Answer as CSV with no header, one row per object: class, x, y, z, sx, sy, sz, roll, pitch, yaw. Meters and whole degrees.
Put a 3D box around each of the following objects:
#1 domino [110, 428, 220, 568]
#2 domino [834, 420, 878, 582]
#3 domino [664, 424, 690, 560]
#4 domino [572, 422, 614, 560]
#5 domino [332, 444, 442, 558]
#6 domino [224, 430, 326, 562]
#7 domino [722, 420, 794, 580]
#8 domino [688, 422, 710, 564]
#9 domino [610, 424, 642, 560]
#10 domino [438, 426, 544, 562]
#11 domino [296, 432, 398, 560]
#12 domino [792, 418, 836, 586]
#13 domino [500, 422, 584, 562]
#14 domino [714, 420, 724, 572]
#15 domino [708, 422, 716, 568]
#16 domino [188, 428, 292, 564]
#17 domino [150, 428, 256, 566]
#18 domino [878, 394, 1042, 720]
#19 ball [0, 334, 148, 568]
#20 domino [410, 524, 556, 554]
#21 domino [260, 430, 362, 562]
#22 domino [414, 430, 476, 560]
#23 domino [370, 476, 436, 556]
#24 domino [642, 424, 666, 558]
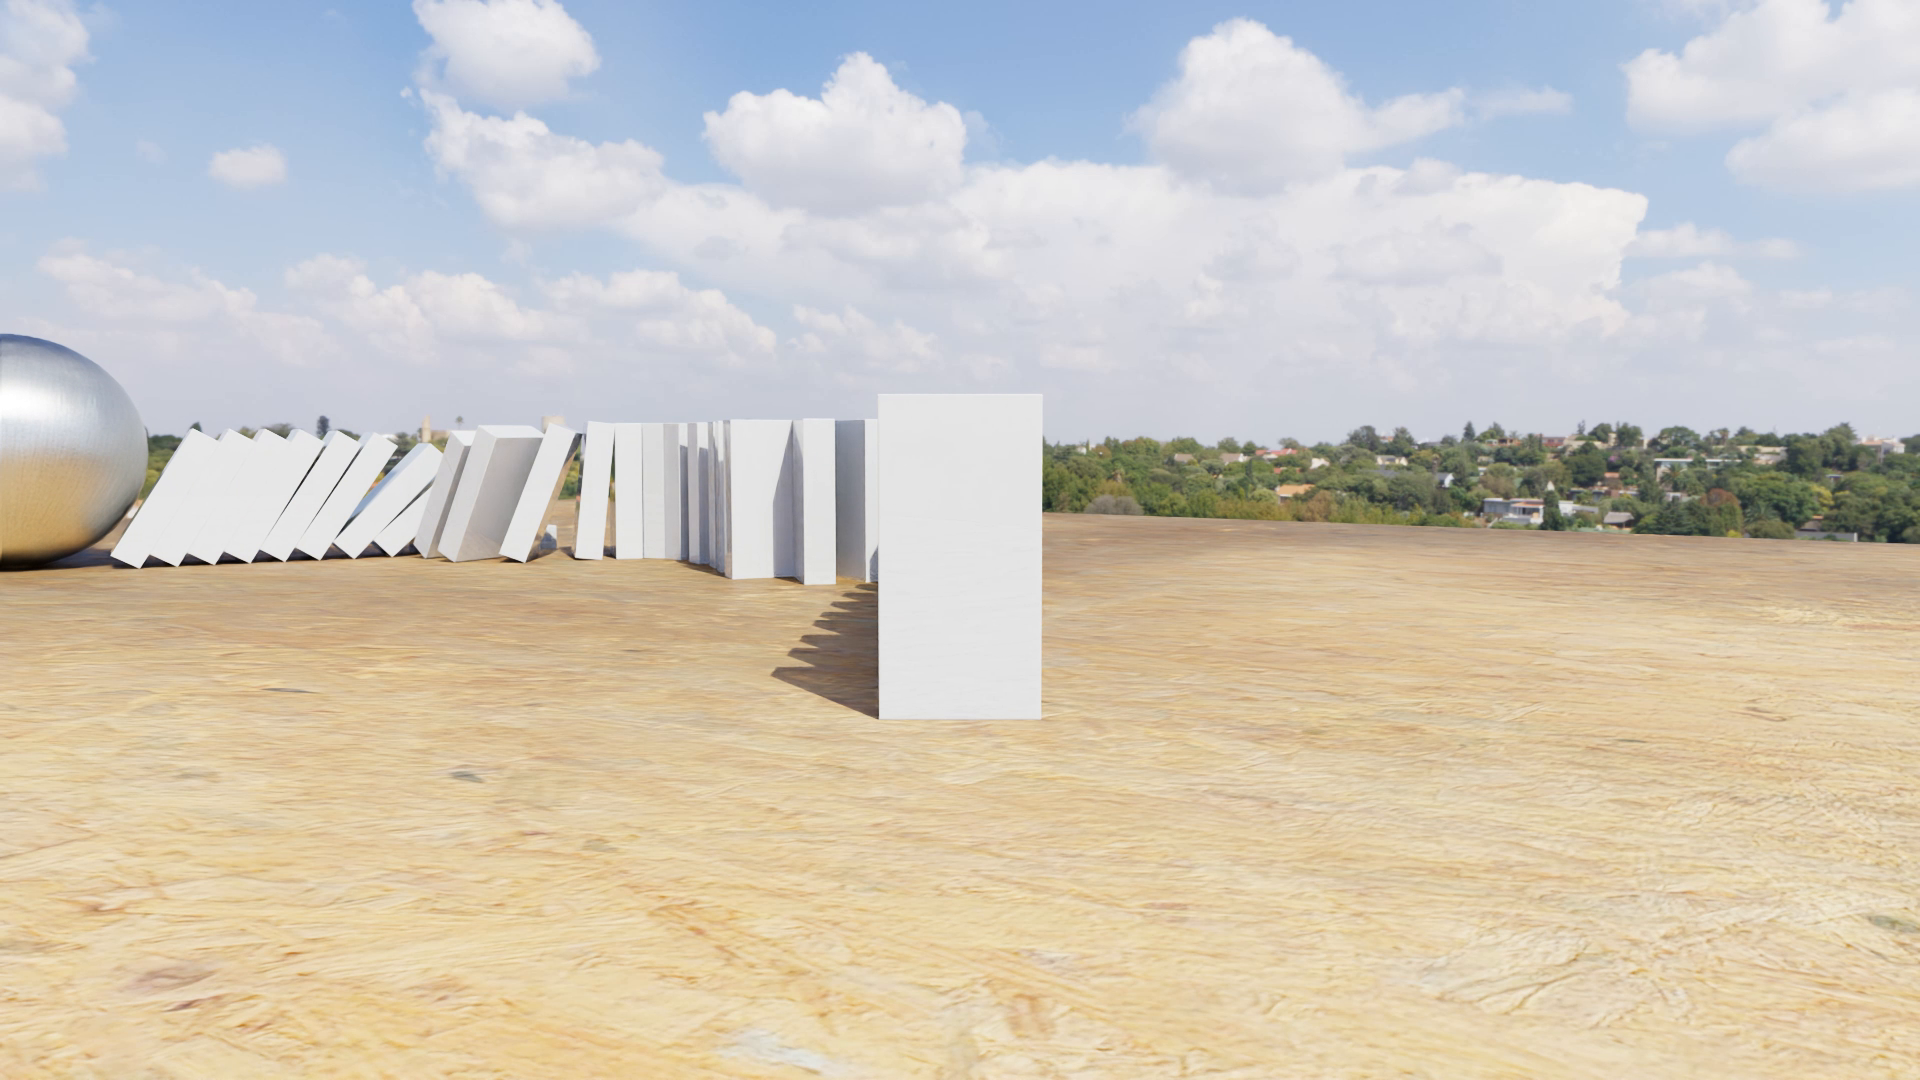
domino,-0.279,-0.015,0.451,0.009,0.050,0.025,33,-14,-30
domino,-0.031,-0.013,0.405,0.009,0.050,0.025,-3,5,-31
domino,-0.097,-0.018,0.479,0.010,0.050,0.025,4,6,41
domino,-0.137,-0.019,0.480,0.009,0.050,0.025,5,2,-20
domino,-0.219,-0.016,0.490,0.009,0.050,0.025,48,-21,-26
domino,-0.252,-0.017,0.470,0.009,0.050,0.025,33,-14,-30
domino,-0.062,-0.013,0.410,0.025,0.050,0.009,-2,5,-25
domino,-0.084,-0.017,0.463,0.025,0.050,0.010,-3,5,-33
domino,-0.126,-0.019,0.484,0.009,0.050,0.025,-1,4,-20
domino,-0.169,-0.017,0.465,0.010,0.050,0.025,30,17,21
domino,-0.232,-0.017,0.482,0.009,0.050,0.025,37,-16,-30
domino,-0.045,-0.012,0.398,0.009,0.050,0.025,-1,4,-14
domino,-0.153,-0.018,0.470,0.009,0.050,0.025,21,0,-11
domino,-0.069,-0.015,0.430,0.025,0.050,0.010,-1,4,-16
domino,-0.074,-0.016,0.445,0.025,0.050,0.009,-2,5,-23
domino,-0.261,-0.016,0.464,0.009,0.050,0.025,33,-14,-30
domino,-0.270,-0.016,0.457,0.010,0.050,0.025,33,-14,-30
domino,0.000,0.002,0.201,0.025,0.050,0.009,0,4,0
ball,-0.326,-0.030,0.440,0.080,0.080,0.080,0,4,0
domino,-0.191,-0.001,0.514,0.050,0.010,0.025,-4,6,-40
domino,-0.242,-0.017,0.476,0.010,0.050,0.025,35,-15,-30
domino,-0.182,-0.017,0.476,0.010,0.050,0.025,41,26,27
domino,-0.207,-0.015,0.498,0.050,0.009,0.025,-49,27,-21
domino,-0.111,-0.019,0.487,0.009,0.050,0.025,1,4,12
